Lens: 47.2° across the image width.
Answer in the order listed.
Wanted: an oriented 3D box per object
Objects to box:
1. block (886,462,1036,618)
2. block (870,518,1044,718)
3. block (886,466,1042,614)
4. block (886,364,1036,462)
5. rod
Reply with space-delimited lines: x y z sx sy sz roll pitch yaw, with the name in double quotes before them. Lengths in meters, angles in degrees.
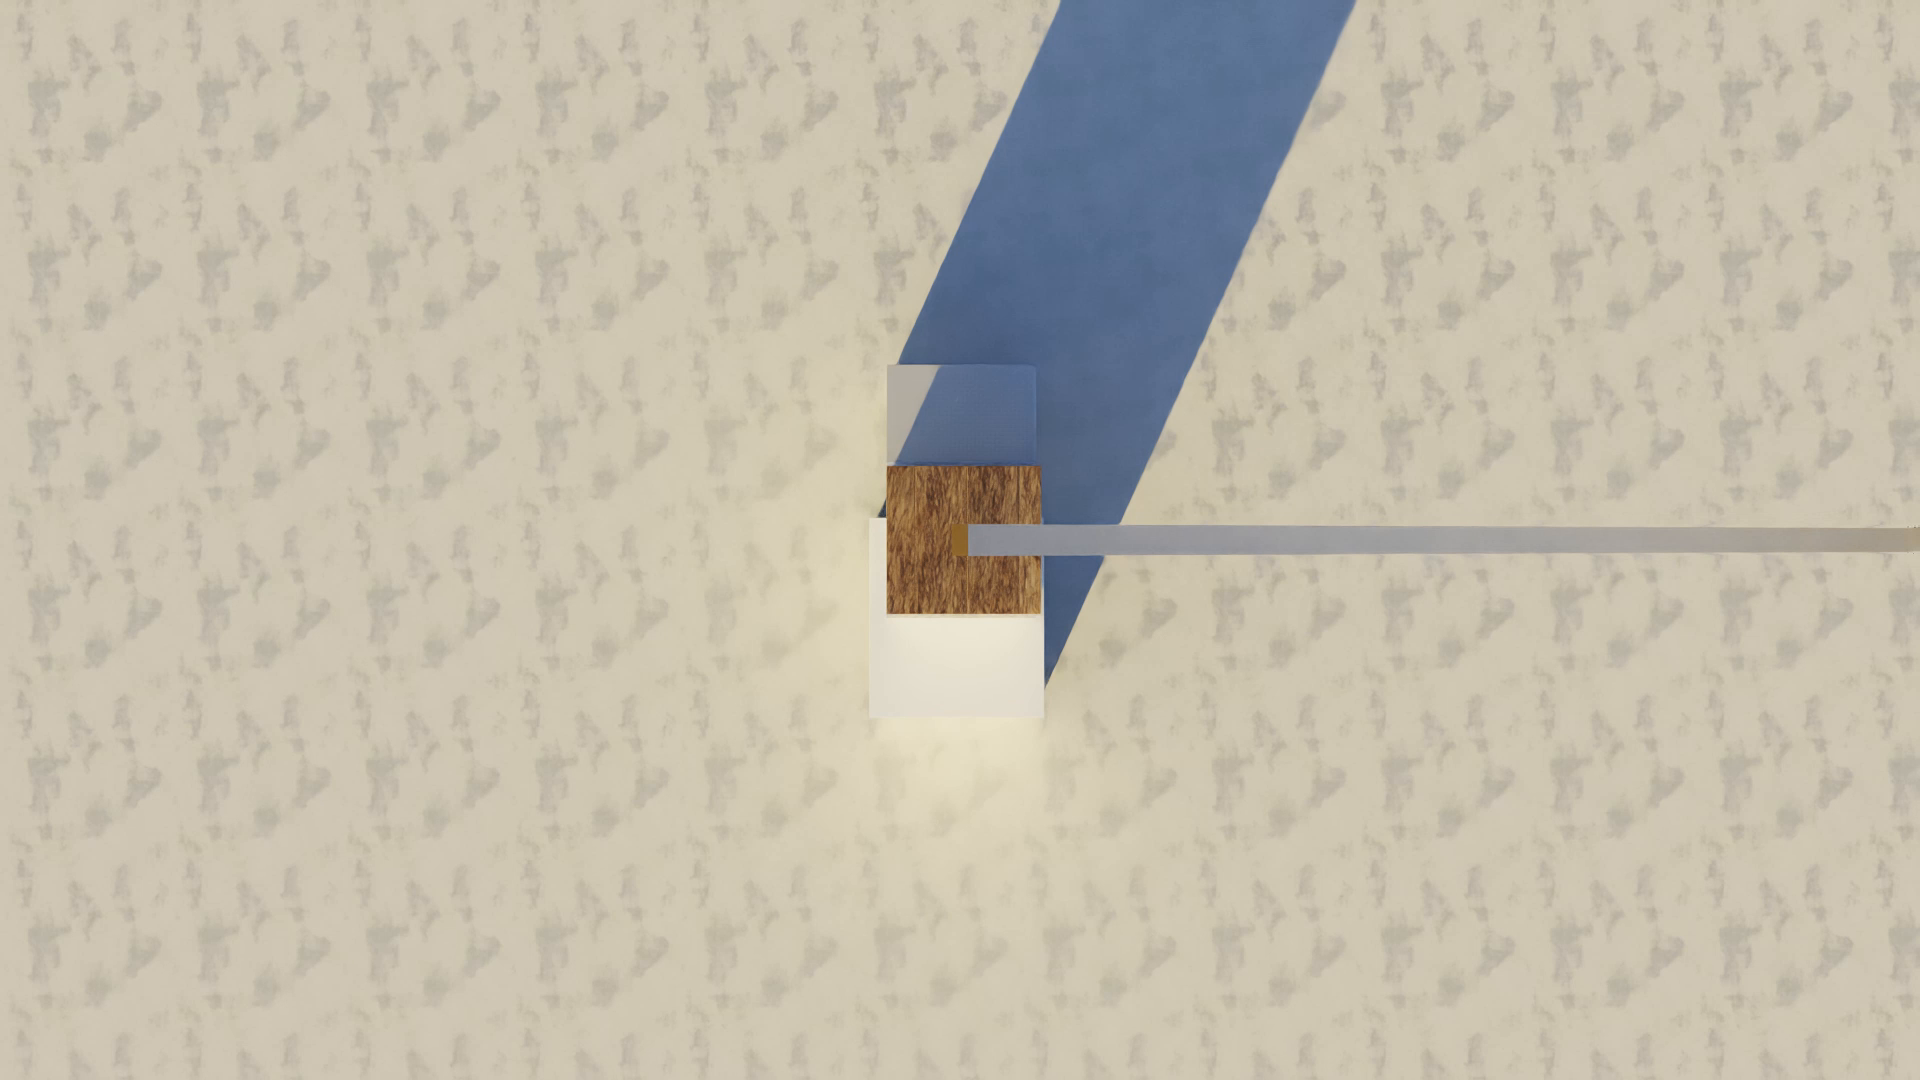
"block" 0.005 0.000 11.677 0.768 0.736 0.806 0 90 0
"block" -0.018 0.426 12.522 0.957 0.955 1.095 0 90 0
"block" 0.018 0.000 10.951 0.745 0.716 0.713 0 90 0
"block" 0.008 -0.552 12.600 0.827 0.800 0.842 0 90 0
"rod" 2.234 0.000 6.886 5.200 0.080 0.080 0 90 -31
